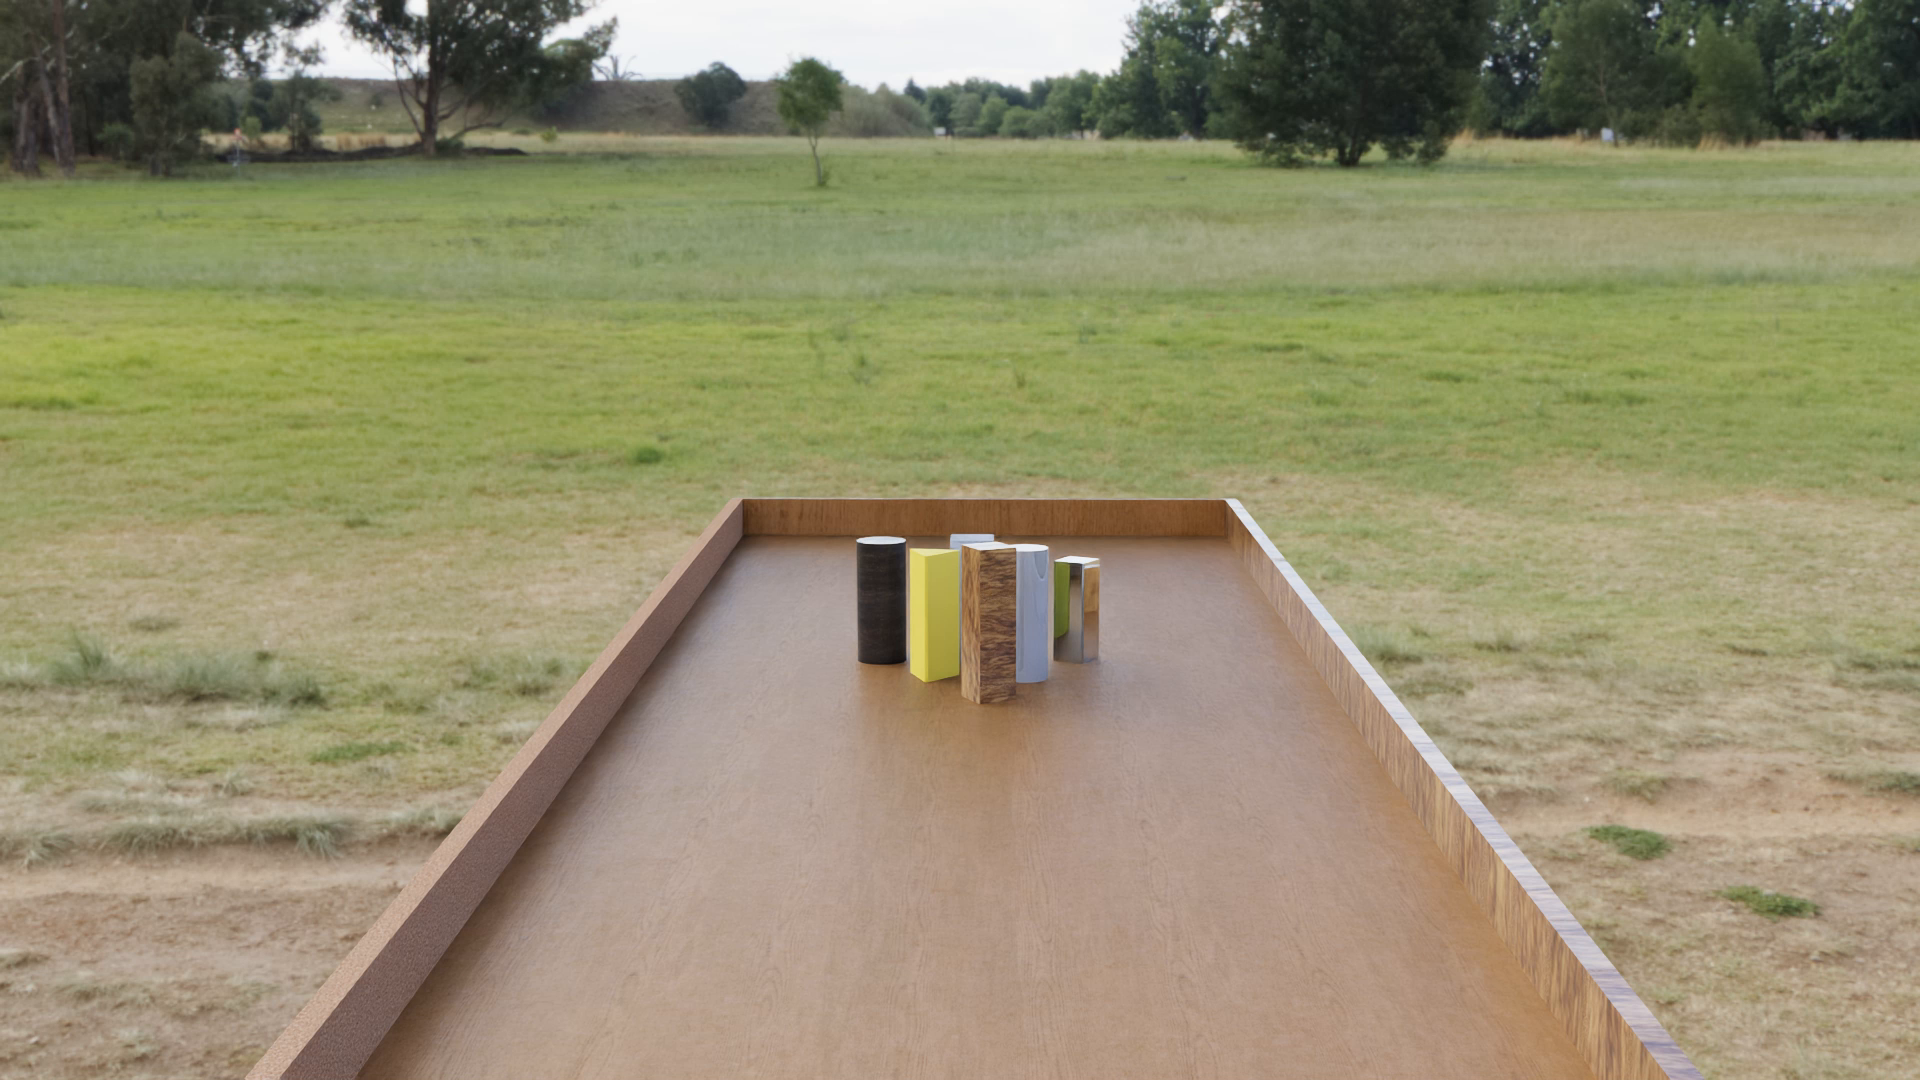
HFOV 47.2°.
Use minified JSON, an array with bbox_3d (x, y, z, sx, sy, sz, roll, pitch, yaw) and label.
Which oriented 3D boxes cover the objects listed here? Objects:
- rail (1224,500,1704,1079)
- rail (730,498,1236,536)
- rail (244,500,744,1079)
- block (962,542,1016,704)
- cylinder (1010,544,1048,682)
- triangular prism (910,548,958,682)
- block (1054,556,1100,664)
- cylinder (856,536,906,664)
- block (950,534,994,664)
[{"bbox_3d":[1.046,0.843,3.208,0.050,0.150,12.000,0,9,1],"label":"rail"},{"bbox_3d":[0.099,-0.098,9.147,2.100,0.150,0.050,0,9,1],"label":"rail"},{"bbox_3d":[-1.004,0.839,3.234,0.050,0.150,12.000,0,9,1],"label":"rail"},{"bbox_3d":[0.080,0.231,6.166,0.114,0.434,0.114,-5,10,-27],"label":"block"},{"bbox_3d":[0.191,0.214,6.426,0.132,0.387,0.132,0,9,0],"label":"cylinder"},{"bbox_3d":[-0.098,0.216,6.461,0.125,0.372,0.144,8,12,40],"label":"triangular prism"},{"bbox_3d":[0.354,0.212,6.688,0.103,0.308,0.103,5,10,30],"label":"block"},{"bbox_3d":[-0.238,0.183,6.679,0.150,0.368,0.150,0,9,0],"label":"cylinder"},{"bbox_3d":[0.037,0.178,6.687,0.130,0.376,0.130,0,9,2],"label":"block"}]
